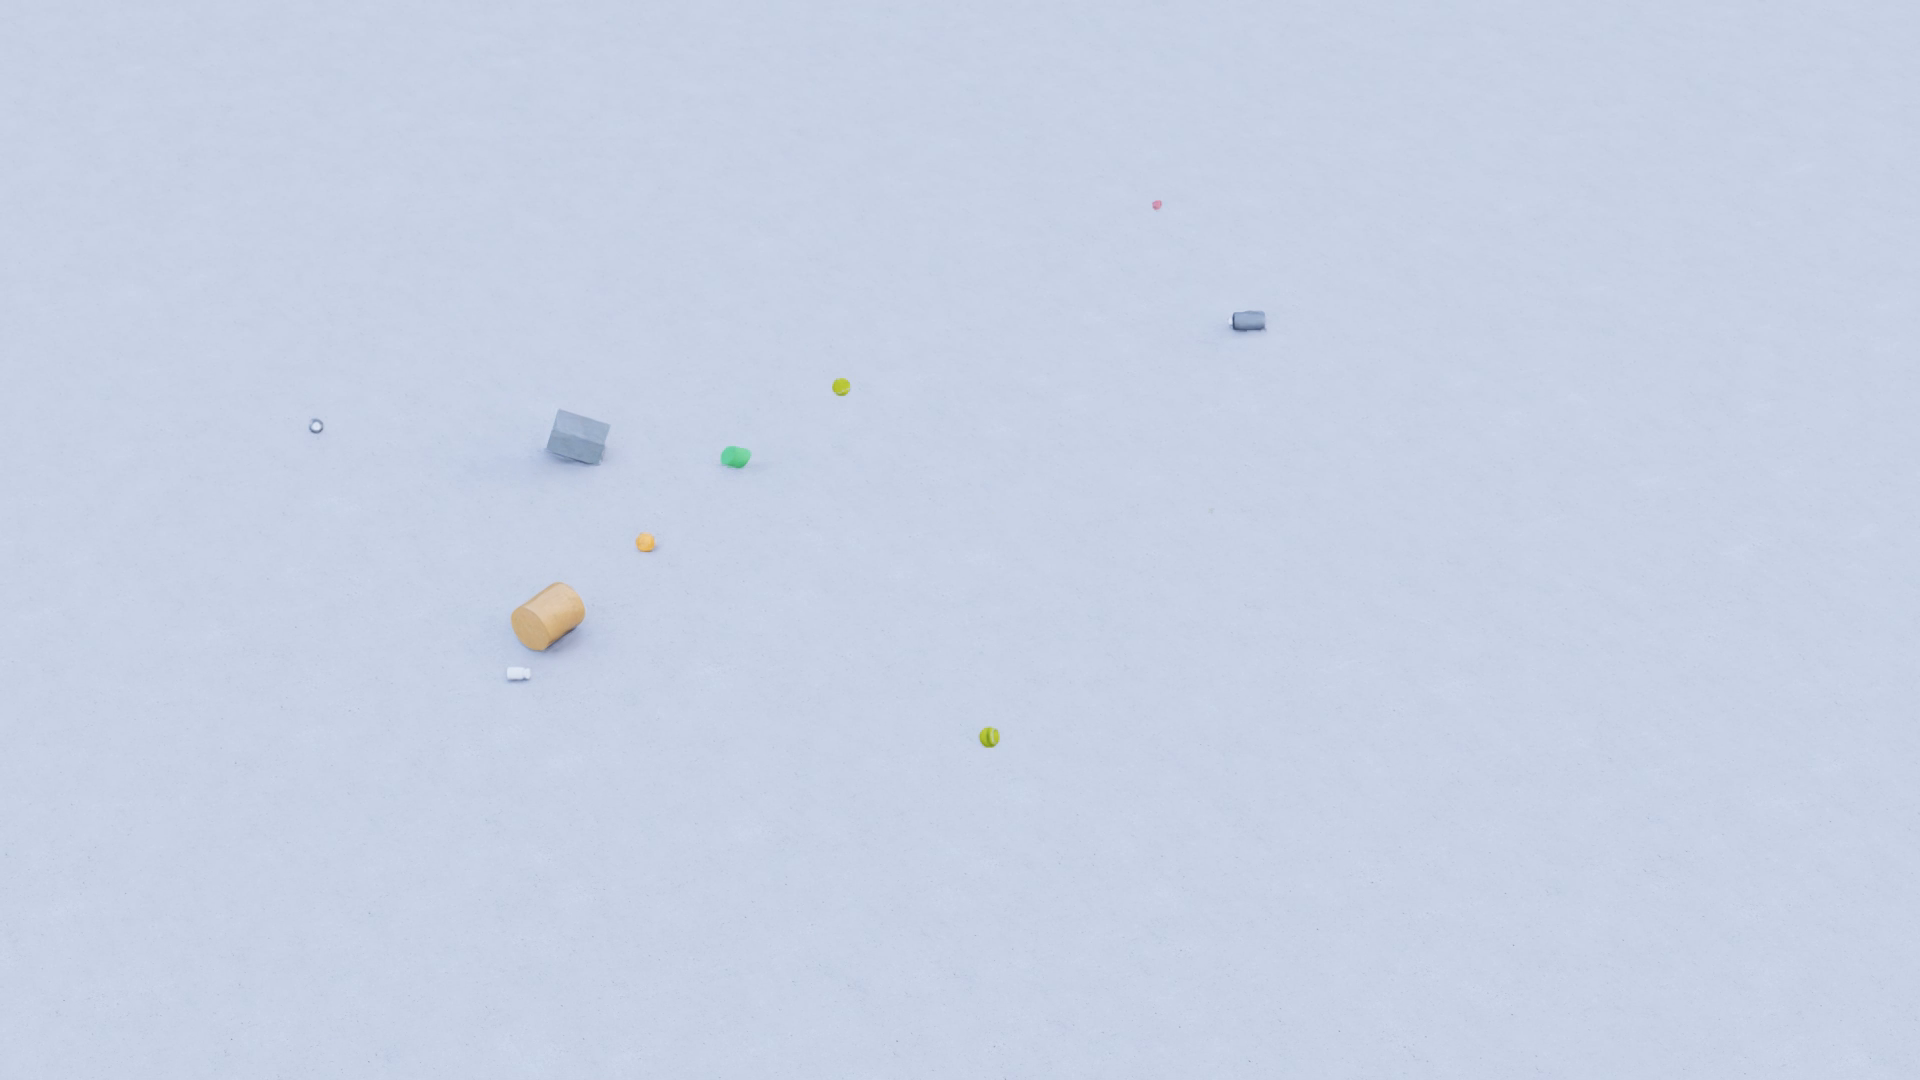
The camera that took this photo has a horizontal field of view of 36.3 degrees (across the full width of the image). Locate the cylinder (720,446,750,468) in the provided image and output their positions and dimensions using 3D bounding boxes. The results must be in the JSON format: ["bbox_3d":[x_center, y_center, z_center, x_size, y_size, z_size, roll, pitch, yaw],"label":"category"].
[{"bbox_3d":[-0.866,-0.323,11.324,0.073,0.096,0.070,13,62,-39],"label":"cylinder"}]

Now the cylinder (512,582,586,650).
[{"bbox_3d":[-1.457,0.270,10.378,0.172,0.173,0.198,-20,13,45],"label":"cylinder"}]

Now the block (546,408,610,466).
[{"bbox_3d":[-1.484,-0.400,11.404,0.211,0.100,0.155,17,33,-8],"label":"block"}]
